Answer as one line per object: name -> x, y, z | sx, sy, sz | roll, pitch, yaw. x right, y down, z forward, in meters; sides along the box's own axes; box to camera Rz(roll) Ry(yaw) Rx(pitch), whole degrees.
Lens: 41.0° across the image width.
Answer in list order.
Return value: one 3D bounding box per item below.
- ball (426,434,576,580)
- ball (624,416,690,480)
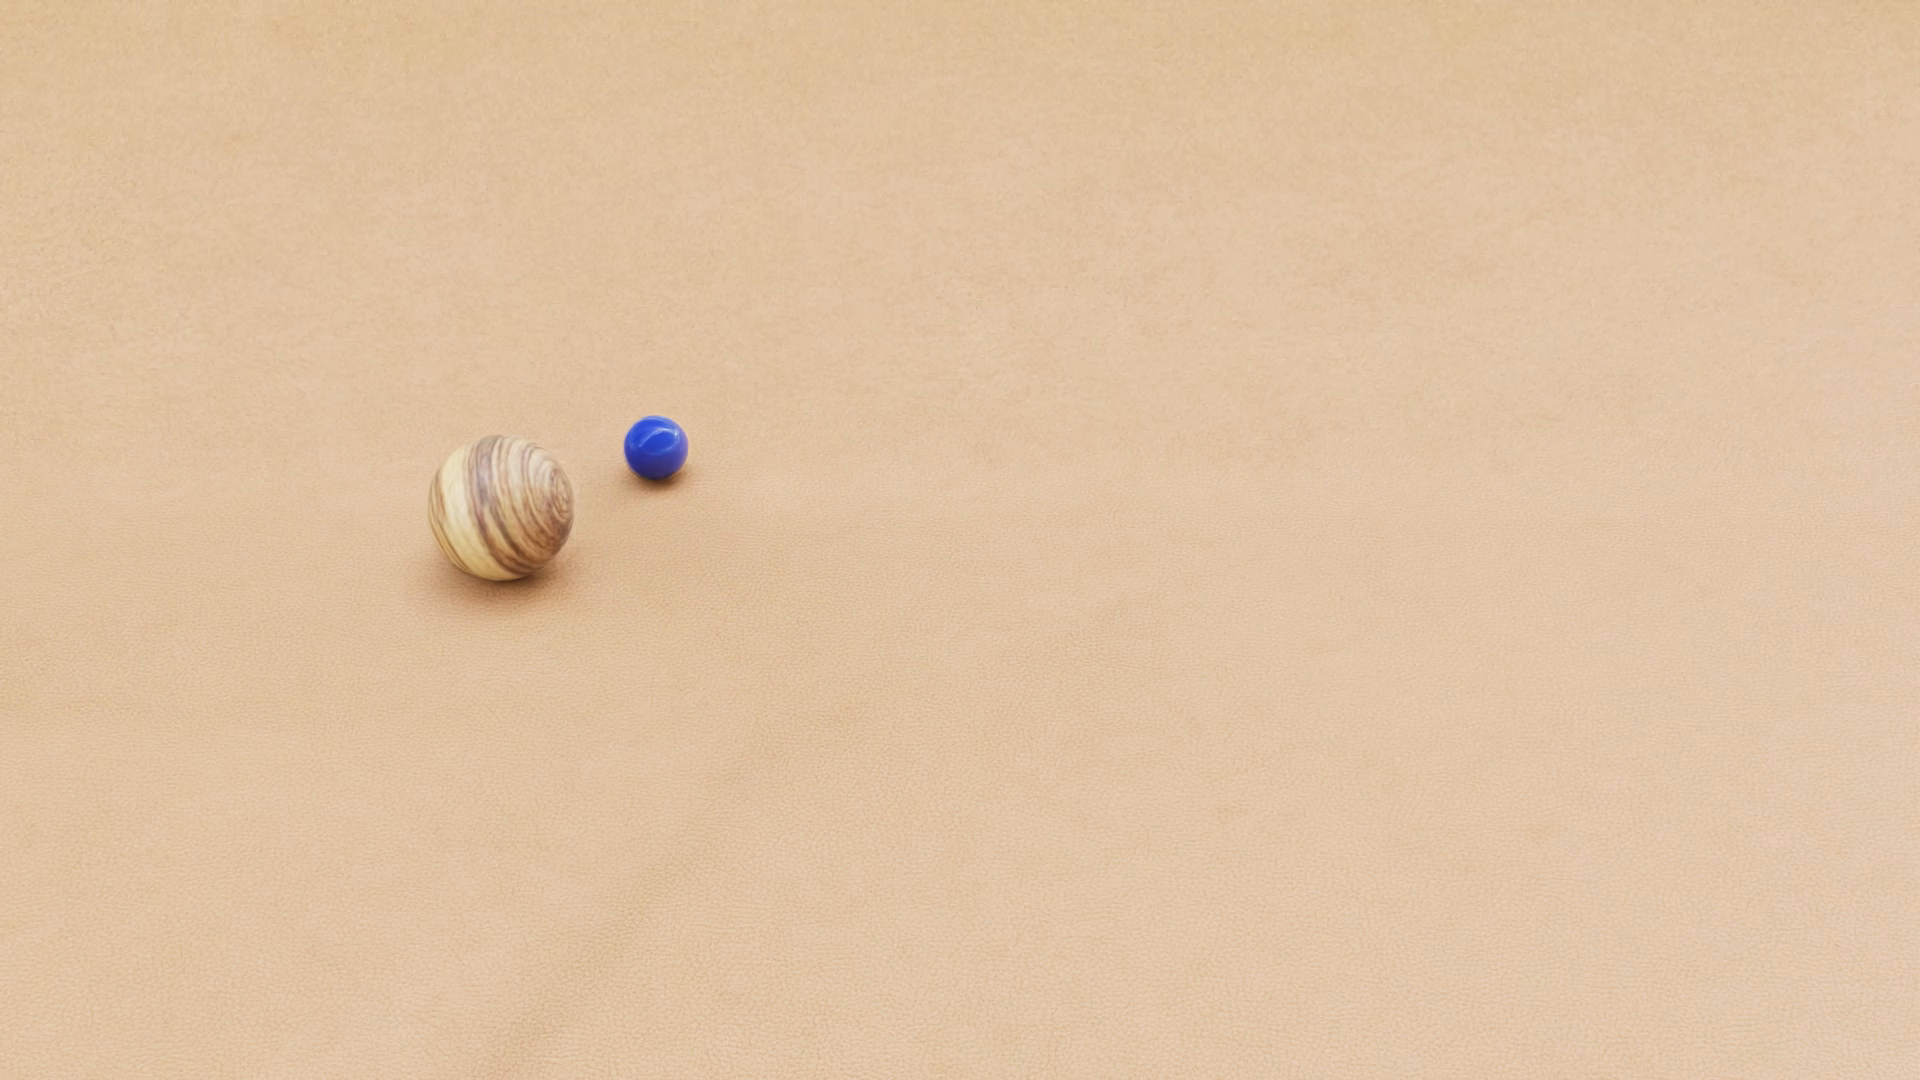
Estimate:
ball -> -0.289, -0.020, 1.614 | 0.092, 0.092, 0.092 | 0, 36, 0
ball -> -0.203, -0.062, 1.711 | 0.043, 0.043, 0.043 | 0, 36, 0
